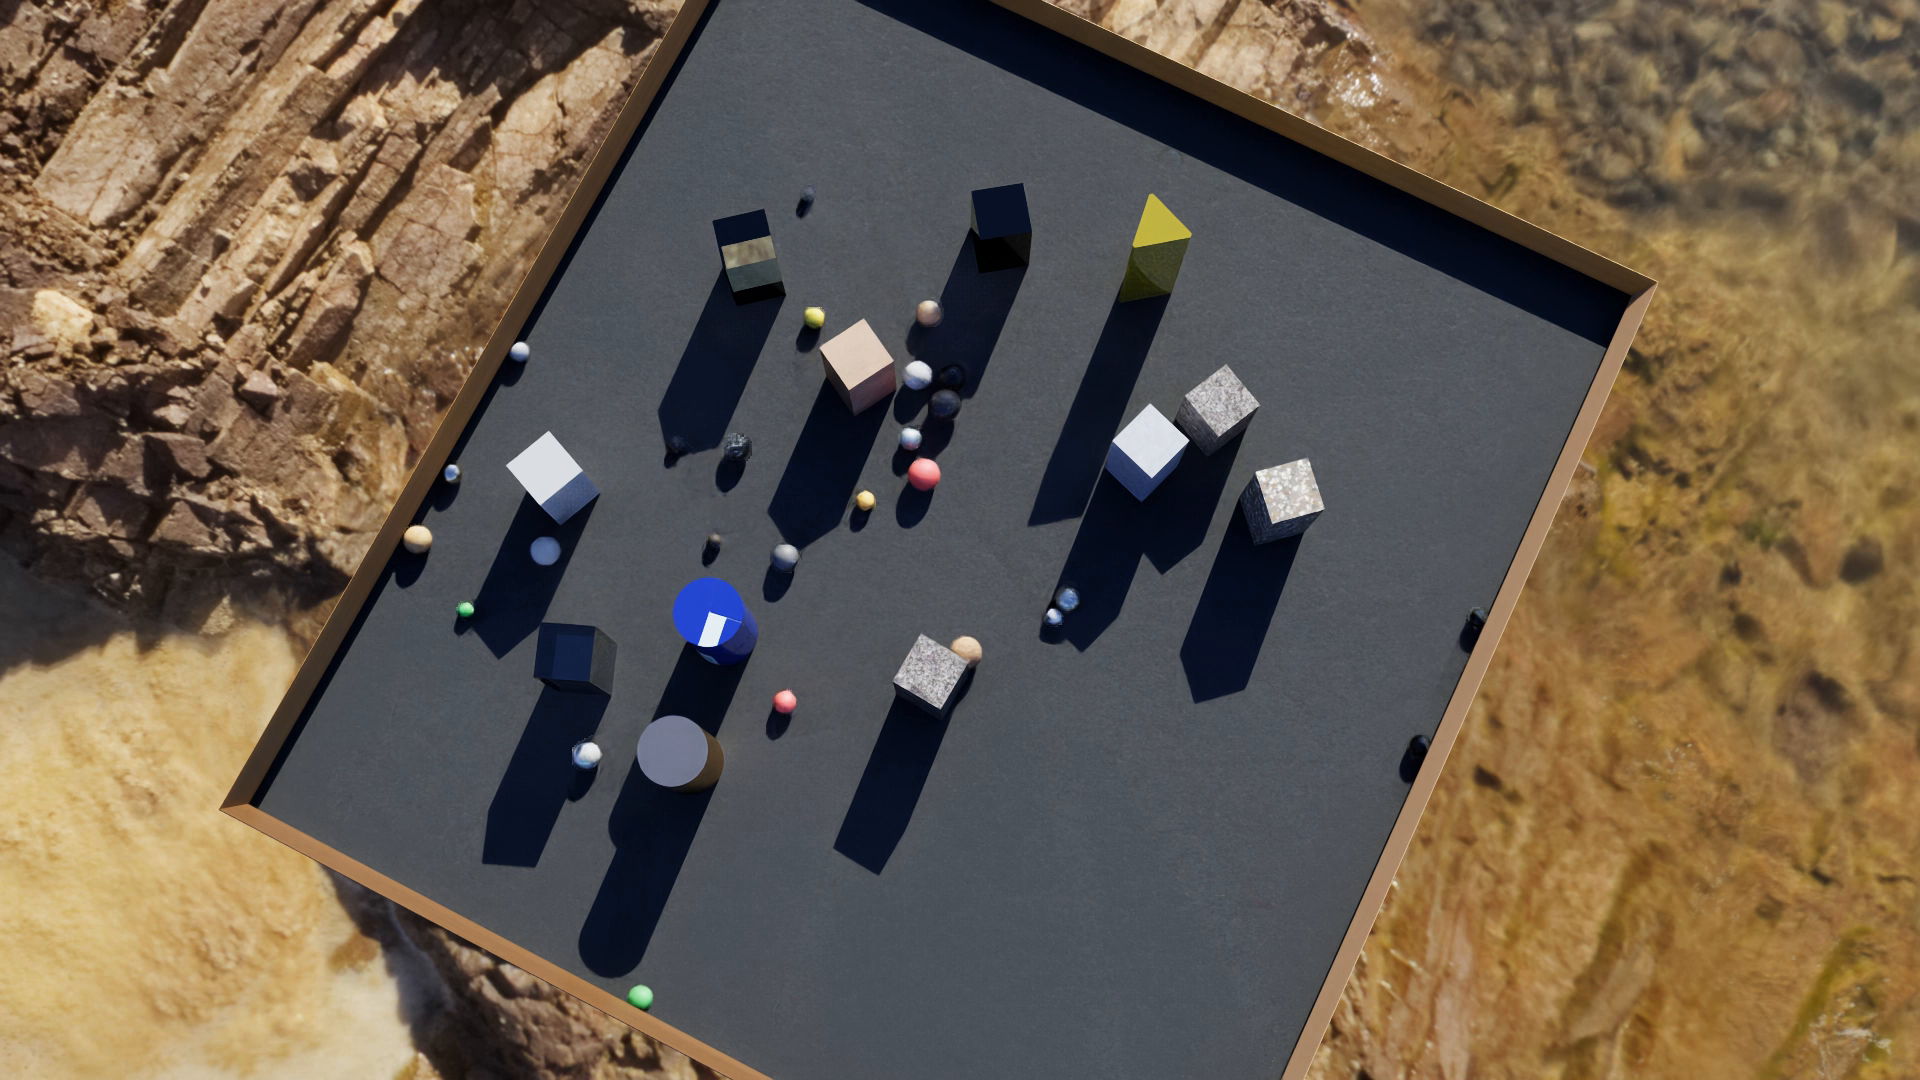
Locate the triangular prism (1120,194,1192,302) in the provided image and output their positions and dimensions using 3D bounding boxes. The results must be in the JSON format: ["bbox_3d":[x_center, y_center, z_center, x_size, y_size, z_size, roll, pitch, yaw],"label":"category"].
[{"bbox_3d":[0.571,-0.887,5.553,0.172,0.484,0.149,-11,79,-2],"label":"triangular prism"}]

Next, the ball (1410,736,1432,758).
[{"bbox_3d":[1.371,0.614,5.456,0.065,0.065,0.065,0,78,0],"label":"ball"}]

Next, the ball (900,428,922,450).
[{"bbox_3d":[-0.152,-0.311,5.646,0.069,0.069,0.069,0,78,0],"label":"ball"}]

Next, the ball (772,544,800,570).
[{"bbox_3d":[-0.529,0.052,5.564,0.082,0.082,0.082,0,78,0],"label":"ball"}]

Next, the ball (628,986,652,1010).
[{"bbox_3d":[-0.927,1.325,5.306,0.071,0.071,0.071,0,78,0],"label":"ball"}]

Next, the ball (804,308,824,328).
[{"bbox_3d":[-0.455,-0.693,5.727,0.065,0.065,0.065,0,78,0],"label":"ball"}]

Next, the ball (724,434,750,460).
[{"bbox_3d":[-0.685,-0.283,5.634,0.080,0.080,0.080,0,78,0],"label":"ball"}]

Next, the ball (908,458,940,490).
[{"bbox_3d":[-0.110,-0.201,5.608,0.099,0.099,0.099,0,78,0],"label":"ball"}]

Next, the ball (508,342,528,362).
[{"bbox_3d":[-1.374,-0.584,5.706,0.062,0.062,0.062,0,78,0],"label":"ball"}]

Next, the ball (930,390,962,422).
[{"bbox_3d":[-0.045,-0.415,5.652,0.100,0.100,0.100,0,78,0],"label":"ball"}]

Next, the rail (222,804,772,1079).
[{"bbox_3d":[-0.743,1.462,5.247,3.133,0.129,0.045,26,80,5],"label":"rail"}]

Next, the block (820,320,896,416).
[{"bbox_3d":[-0.307,-0.521,5.575,0.159,0.292,0.159,-34,80,-7],"label":"block"}]

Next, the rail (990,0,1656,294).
[{"bbox_3d":[0.743,-1.448,5.849,3.133,0.129,0.045,26,80,5],"label":"rail"}]

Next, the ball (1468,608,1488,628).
[{"bbox_3d":[1.568,0.237,5.536,0.062,0.062,0.062,0,78,0],"label":"ball"}]

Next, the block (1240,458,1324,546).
[{"bbox_3d":[0.957,-0.110,5.473,0.159,0.326,0.159,-15,79,-3],"label":"block"}]

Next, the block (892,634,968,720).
[{"bbox_3d":[-0.083,0.406,5.376,0.159,0.308,0.159,30,80,6],"label":"block"}]

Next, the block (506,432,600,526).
[{"bbox_3d":[-1.219,-0.183,5.512,0.159,0.280,0.159,-41,81,-8],"label":"block"}]

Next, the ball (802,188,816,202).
[{"bbox_3d":[-0.482,-1.099,5.821,0.044,0.044,0.044,0,78,0],"label":"ball"}]

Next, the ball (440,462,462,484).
[{"bbox_3d":[-1.562,-0.205,5.624,0.070,0.070,0.070,0,78,0],"label":"ball"}]

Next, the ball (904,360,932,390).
[{"bbox_3d":[-0.130,-0.510,5.677,0.089,0.089,0.089,0,78,0],"label":"ball"}]

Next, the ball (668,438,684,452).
[{"bbox_3d":[-0.876,-0.295,5.655,0.045,0.045,0.045,0,78,0],"label":"ball"}]

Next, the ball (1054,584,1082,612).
[{"bbox_3d":[0.328,0.177,5.537,0.084,0.084,0.084,0,78,0],"label":"ball"}]

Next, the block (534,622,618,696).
[{"bbox_3d":[-1.123,0.352,5.369,0.159,0.342,0.159,4,78,1],"label":"block"}]

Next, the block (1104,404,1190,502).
[{"bbox_3d":[0.558,-0.258,5.509,0.159,0.315,0.159,44,82,8],"label":"block"}]

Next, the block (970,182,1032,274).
[{"bbox_3d":[0.126,-0.961,5.667,0.159,0.292,0.159,-9,78,-2],"label":"block"}]

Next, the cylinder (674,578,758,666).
[{"bbox_3d":[-0.712,0.243,5.368,0.199,0.387,0.199,0,78,0],"label":"cylinder"}]

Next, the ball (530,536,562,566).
[{"bbox_3d":[-1.257,0.032,5.564,0.090,0.090,0.090,0,78,0],"label":"ball"}]

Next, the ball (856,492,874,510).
[{"bbox_3d":[-0.290,-0.120,5.612,0.058,0.058,0.058,0,78,0],"label":"ball"}]

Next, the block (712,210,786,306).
[{"bbox_3d":[-0.644,-0.863,5.626,0.159,0.332,0.159,-13,79,-3],"label":"block"}]

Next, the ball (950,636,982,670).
[{"bbox_3d":[0.019,0.339,5.497,0.097,0.097,0.097,0,78,0],"label":"ball"}]

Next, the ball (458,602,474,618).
[{"bbox_3d":[-1.495,0.213,5.549,0.047,0.047,0.047,0,78,0],"label":"ball"}]

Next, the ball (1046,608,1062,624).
[{"bbox_3d":[0.284,0.230,5.544,0.049,0.049,0.049,0,78,0],"label":"ball"}]

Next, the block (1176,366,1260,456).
[{"bbox_3d":[0.780,-0.390,5.570,0.159,0.249,0.159,-37,81,-7],"label":"block"}]

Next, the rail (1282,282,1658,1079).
[{"bbox_3d":[1.380,0.683,5.408,0.045,0.129,3.369,26,80,5],"label":"rail"}]

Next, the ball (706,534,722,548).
[{"bbox_3d":[-0.749,0.003,5.593,0.046,0.046,0.046,0,78,0],"label":"ball"}]

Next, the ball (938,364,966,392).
[{"bbox_3d":[-0.023,-0.503,5.676,0.087,0.087,0.087,0,78,0],"label":"ball"}]

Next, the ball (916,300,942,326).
[{"bbox_3d":[-0.098,-0.708,5.723,0.079,0.079,0.079,0,78,0],"label":"ball"}]

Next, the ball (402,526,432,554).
[{"bbox_3d":[-1.650,-0.001,5.573,0.087,0.087,0.087,0,78,0],"label":"ball"}]

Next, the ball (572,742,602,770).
[{"bbox_3d":[-1.108,0.640,5.442,0.082,0.082,0.082,0,78,0],"label":"ball"}]

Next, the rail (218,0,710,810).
[{"bbox_3d":[-1.380,-0.669,5.688,0.045,0.129,3.369,26,80,5],"label":"rail"}]

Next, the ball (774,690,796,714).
[{"bbox_3d":[-0.523,0.485,5.481,0.068,0.068,0.068,0,78,0],"label":"ball"}]

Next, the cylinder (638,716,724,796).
[{"bbox_3d":[-0.805,0.627,5.305,0.199,0.356,0.199,0,78,0],"label":"cylinder"}]
